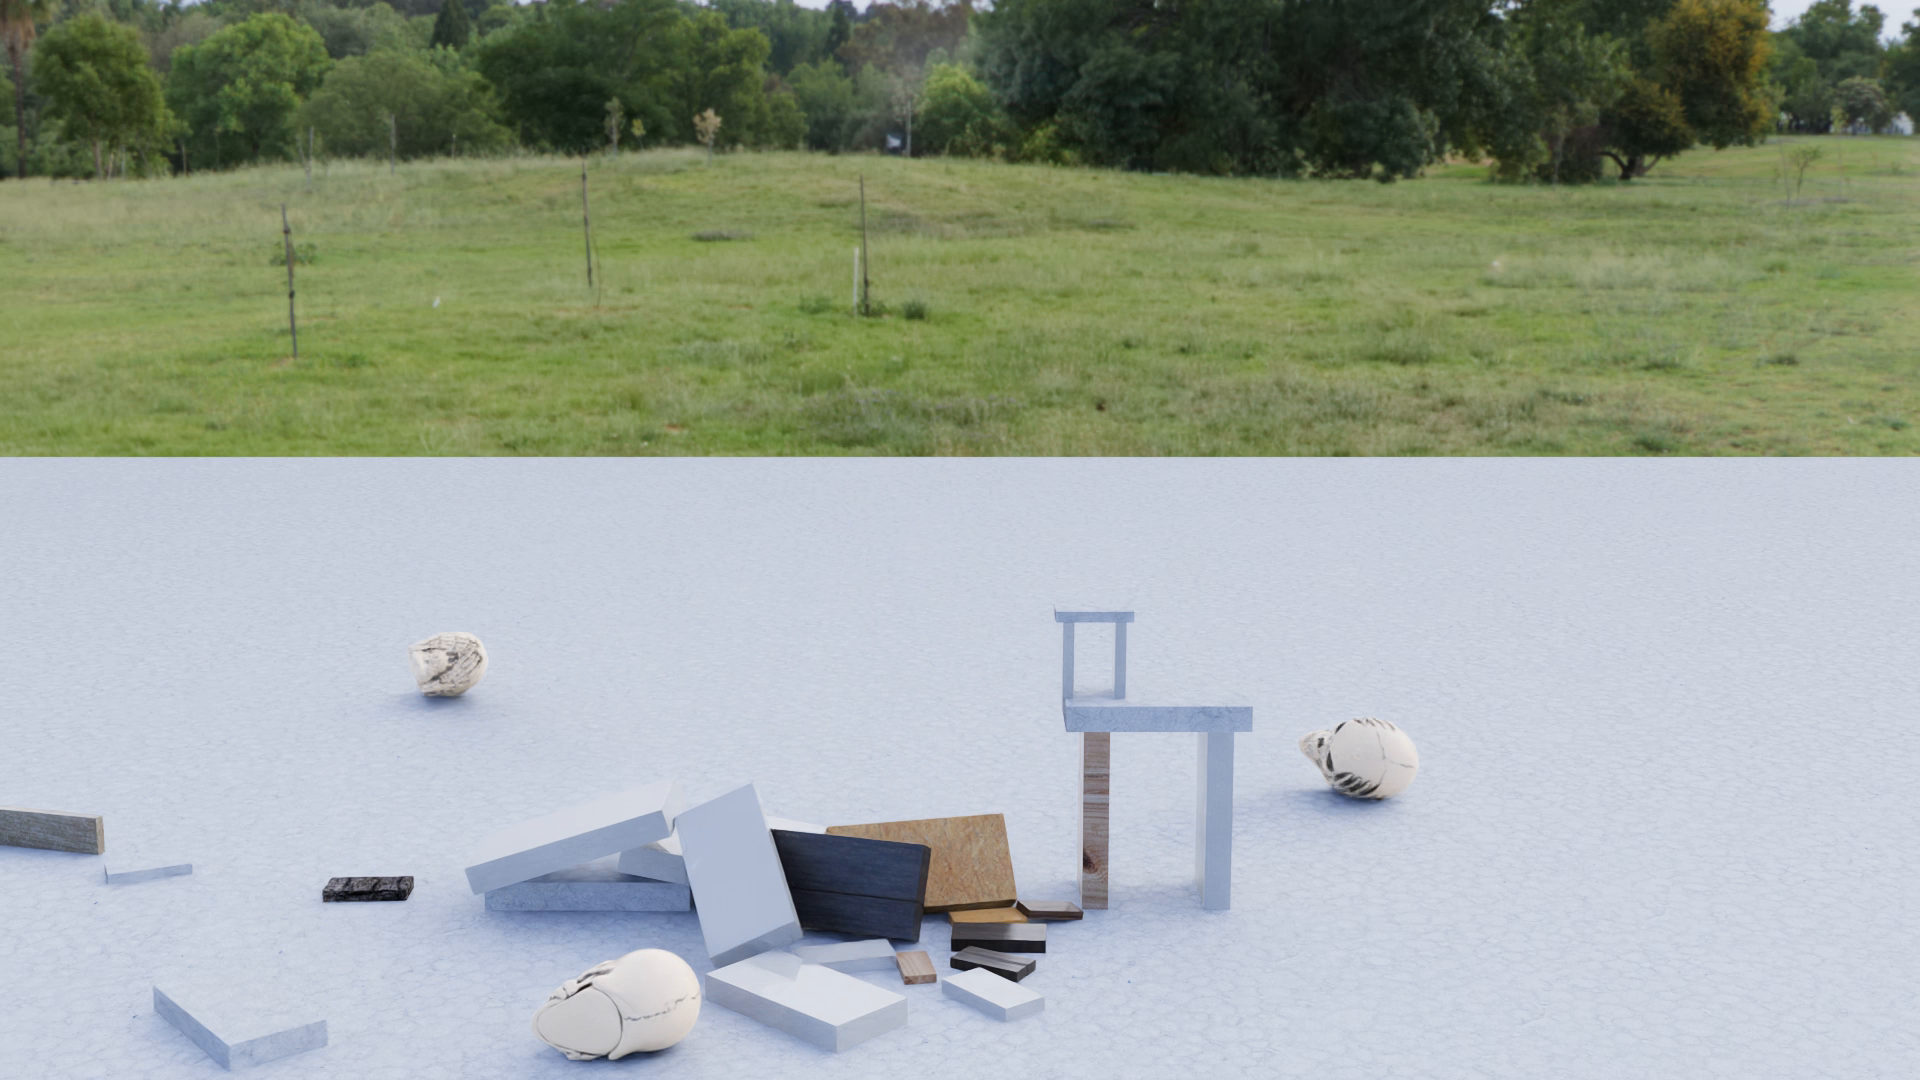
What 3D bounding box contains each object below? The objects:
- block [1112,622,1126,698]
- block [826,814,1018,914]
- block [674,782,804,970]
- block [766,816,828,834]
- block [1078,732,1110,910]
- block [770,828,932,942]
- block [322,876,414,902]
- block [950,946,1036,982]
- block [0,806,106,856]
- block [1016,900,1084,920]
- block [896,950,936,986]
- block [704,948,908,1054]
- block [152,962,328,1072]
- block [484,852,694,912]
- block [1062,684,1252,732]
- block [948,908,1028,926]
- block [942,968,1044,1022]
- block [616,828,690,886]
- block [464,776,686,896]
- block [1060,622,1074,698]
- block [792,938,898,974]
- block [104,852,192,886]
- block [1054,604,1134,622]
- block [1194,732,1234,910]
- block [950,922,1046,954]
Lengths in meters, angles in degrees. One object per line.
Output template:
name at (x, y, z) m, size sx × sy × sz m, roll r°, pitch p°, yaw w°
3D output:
block at (0.261, 0.190, 3.600) m, size 0.018 × 0.127 × 0.063 m, roll 0°, pitch 11°, yaw 0°
block at (-0.064, 0.533, 3.584) m, size 0.295 × 0.148 × 0.042 m, roll -3°, pitch -26°, yaw -14°
block at (-0.349, 0.523, 3.436) m, size 0.140 × 0.040 × 0.325 m, roll -23°, pitch 38°, yaw -2°
block at (-0.262, 0.513, 3.655) m, size 0.295 × 0.042 × 0.148 m, roll 12°, pitch 11°, yaw -7°
block at (0.221, 0.443, 3.641) m, size 0.042 × 0.300 × 0.150 m, roll 0°, pitch 11°, yaw 0°
block at (-0.201, 0.546, 3.493) m, size 0.295 × 0.148 × 0.042 m, roll 3°, pitch -14°, yaw 18°
block at (-0.985, 0.581, 3.663) m, size 0.136 × 0.019 × 0.068 m, roll -1°, pitch 11°, yaw -3°
block at (0.050, 0.643, 3.337) m, size 0.116 × 0.016 × 0.058 m, roll 6°, pitch 12°, yaw 30°
block at (-1.682, 0.510, 3.914) m, size 0.355 × 0.067 × 0.019 m, roll 3°, pitch 11°, yaw 16°
block at (0.145, 0.597, 3.547) m, size 0.097 × 0.014 × 0.049 m, roll 6°, pitch 9°, yaw -25°
block at (-0.067, 0.647, 3.326) m, size 0.049 × 0.014 × 0.097 m, roll -2°, pitch 11°, yaw -10°
block at (-0.224, 0.662, 3.174) m, size 0.279 × 0.040 × 0.140 m, roll 10°, pitch 14°, yaw 42°
block at (-1.022, 0.673, 3.115) m, size 0.140 × 0.040 × 0.279 m, roll -9°, pitch 14°, yaw -39°
block at (-0.606, 0.566, 3.668) m, size 0.336 × 0.048 × 0.168 m, roll 0°, pitch 11°, yaw 1°
block at (0.321, 0.275, 3.610) m, size 0.300 × 0.042 × 0.150 m, roll 0°, pitch 11°, yaw 0°
block at (0.045, 0.609, 3.520) m, size 0.116 × 0.016 × 0.058 m, roll -2°, pitch 11°, yaw -12°
block at (0.048, 0.664, 3.214) m, size 0.073 × 0.021 × 0.147 m, roll -8°, pitch 13°, yaw -38°
block at (-0.390, 0.532, 3.649) m, size 0.336 × 0.048 × 0.168 m, roll 12°, pitch 11°, yaw -5°
block at (-0.626, 0.482, 3.593) m, size 0.336 × 0.048 × 0.168 m, roll -17°, pitch 12°, yaw 4°
block at (0.176, 0.190, 3.600) m, size 0.018 × 0.127 × 0.063 m, roll 0°, pitch 11°, yaw 0°
block at (-0.176, 0.638, 3.355) m, size 0.147 × 0.021 × 0.073 m, roll -3°, pitch 11°, yaw -15°
block at (-1.390, 0.562, 3.766) m, size 0.136 × 0.019 × 0.068 m, roll -5°, pitch 12°, yaw -25°
block at (0.219, 0.119, 3.587) m, size 0.127 × 0.018 × 0.063 m, roll 0°, pitch 11°, yaw 0°
block at (0.420, 0.443, 3.641) m, size 0.042 × 0.300 × 0.150 m, roll 0°, pitch 11°, yaw 0°
block at (0.061, 0.622, 3.440) m, size 0.147 × 0.021 × 0.073 m, roll 1°, pitch 11°, yaw 3°
